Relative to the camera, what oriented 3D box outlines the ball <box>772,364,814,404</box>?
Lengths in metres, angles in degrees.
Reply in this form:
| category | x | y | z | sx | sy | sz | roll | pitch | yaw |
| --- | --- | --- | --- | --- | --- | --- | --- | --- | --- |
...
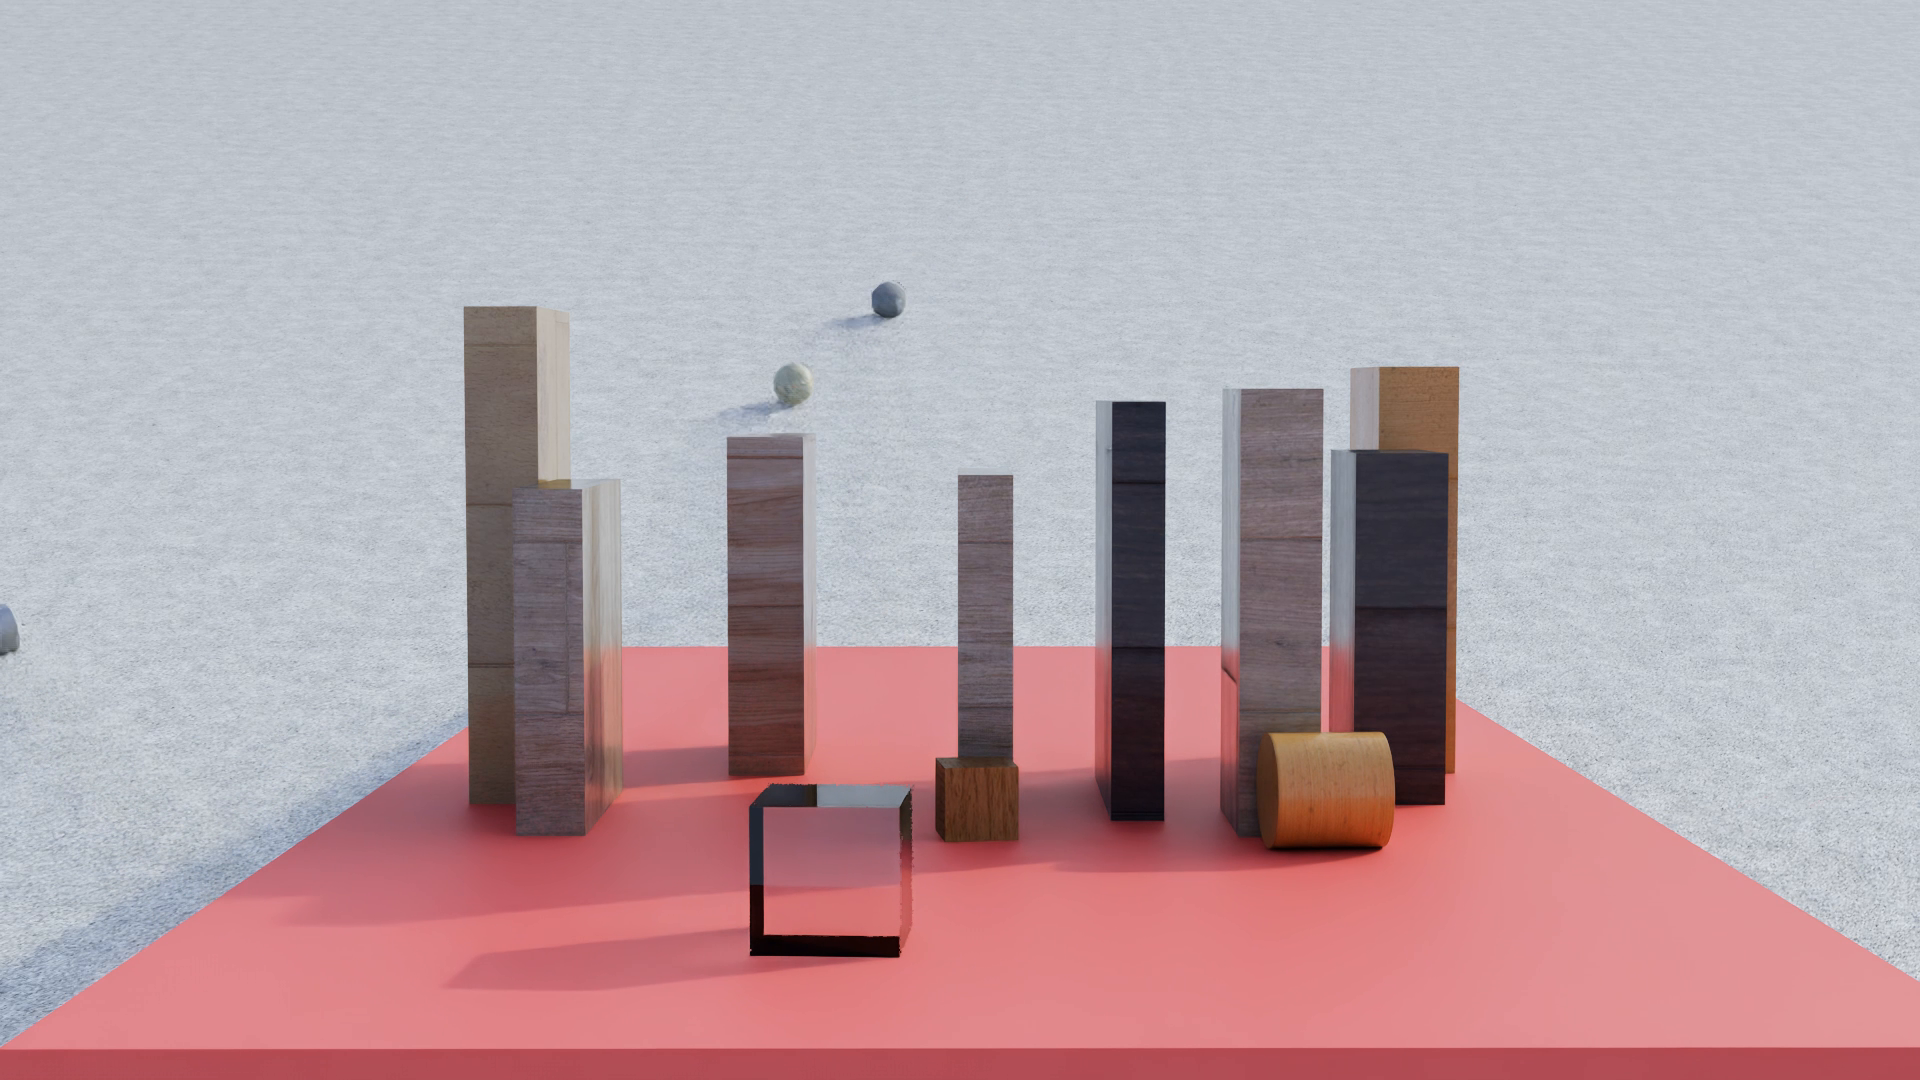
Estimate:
| category | x | y | z | sx | sy | sz | roll | pitch | yaw |
| --- | --- | --- | --- | --- | --- | --- | --- | --- | --- |
| ball | -0.565 | -0.529 | 8.716 | 0.142 | 0.142 | 0.142 | 0 | 21 | 0 |

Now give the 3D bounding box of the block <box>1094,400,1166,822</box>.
| category | x | y | z | sx | sy | sz | roll | pitch | yaw |
| --- | --- | --- | --- | --- | --- | --- | --- | --- | --- |
| block | 0.267 | 0.096 | 4.075 | 0.081 | 0.631 | 0.445 | 0 | 3 | 0 |

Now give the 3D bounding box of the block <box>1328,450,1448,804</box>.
| category | x | y | z | sx | sy | sz | roll | pitch | yaw |
| --- | --- | --- | --- | --- | --- | --- | --- | --- | --- |
| block | 0.687 | 0.132 | 4.138 | 0.144 | 0.550 | 0.266 | 0 | 3 | 0 |

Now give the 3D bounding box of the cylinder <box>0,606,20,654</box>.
| category | x | y | z | sx | sy | sz | roll | pitch | yaw |
| --- | --- | --- | --- | --- | --- | --- | --- | --- | --- |
| cylinder | -2.534 | 0.243 | 6.701 | 0.118 | 0.118 | 0.118 | -15 | 25 | -35 |

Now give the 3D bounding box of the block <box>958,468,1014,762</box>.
| category | x | y | z | sx | sy | sz | roll | pitch | yaw |
| --- | --- | --- | --- | --- | --- | --- | --- | --- | --- |
| block | 0.038 | 0.153 | 4.042 | 0.084 | 0.521 | 0.334 | 0 | 3 | 0 |

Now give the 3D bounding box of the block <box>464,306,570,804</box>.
| category | x | y | z | sx | sy | sz | roll | pitch | yaw |
| --- | --- | --- | --- | --- | --- | --- | --- | --- | --- |
| block | -0.714 | 0.016 | 4.181 | 0.114 | 0.779 | 0.339 | 0 | 3 | 0 |

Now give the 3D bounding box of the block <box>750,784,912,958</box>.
| category | x | y | z | sx | sy | sz | roll | pitch | yaw |
| --- | --- | --- | --- | --- | --- | --- | --- | --- | --- |
| block | -0.150 | 0.386 | 3.024 | 0.172 | 0.172 | 0.172 | 0 | 3 | 4 |

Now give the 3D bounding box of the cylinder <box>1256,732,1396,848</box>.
| category | x | y | z | sx | sy | sz | roll | pitch | yaw |
| --- | --- | --- | --- | --- | --- | --- | --- | --- | --- |
| cylinder | 0.517 | 0.354 | 3.644 | 0.164 | 0.164 | 0.164 | 0 | 21 | -4 |

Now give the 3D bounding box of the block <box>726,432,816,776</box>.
| category | x | y | z | sx | sy | sz | roll | pitch | yaw |
| --- | --- | --- | --- | --- | --- | --- | --- | --- | --- |
| block | -0.327 | 0.101 | 4.515 | 0.128 | 0.571 | 0.393 | 0 | 3 | 0 |

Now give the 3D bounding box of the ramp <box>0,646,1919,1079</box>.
| category | x | y | z | sx | sy | sz | roll | pitch | yaw |
| --- | --- | --- | --- | --- | --- | --- | --- | --- | --- |
| ramp | 0.048 | 0.436 | 4.532 | 2.000 | 0.100 | 4.000 | 0 | 3 | 0 |

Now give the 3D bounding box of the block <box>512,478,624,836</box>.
| category | x | y | z | sx | sy | sz | roll | pitch | yaw |
| --- | --- | --- | --- | --- | --- | --- | --- | --- | --- |
| block | -0.597 | 0.166 | 3.944 | 0.101 | 0.506 | 0.428 | 0 | 3 | 0 |

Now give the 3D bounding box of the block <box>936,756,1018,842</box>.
| category | x | y | z | sx | sy | sz | roll | pitch | yaw |
| --- | --- | --- | --- | --- | --- | --- | --- | --- | --- |
| block | 0.024 | 0.377 | 3.747 | 0.107 | 0.107 | 0.107 | 0 | 3 | -8 |

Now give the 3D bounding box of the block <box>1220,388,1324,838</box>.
| category | x | y | z | sx | sy | sz | roll | pitch | yaw |
| --- | --- | --- | --- | --- | --- | --- | --- | --- | --- |
| block | 0.464 | 0.099 | 3.842 | 0.119 | 0.650 | 0.259 | 0 | 3 | 0 |

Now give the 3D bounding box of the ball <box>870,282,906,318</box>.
| category | x | y | z | sx | sy | sz | roll | pitch | yaw |
| --- | --- | --- | --- | --- | --- | --- | --- | --- | --- |
| ball | -0.270 | -0.909 | 9.733 | 0.135 | 0.135 | 0.135 | 0 | 21 | 0 |

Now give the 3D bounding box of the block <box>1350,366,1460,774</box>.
| category | x | y | z | sx | sy | sz | roll | pitch | yaw |
| --- | --- | --- | --- | --- | --- | --- | --- | --- | --- |
| block | 0.771 | 0.043 | 4.489 | 0.134 | 0.688 | 0.315 | 0 | 3 | 0 |
